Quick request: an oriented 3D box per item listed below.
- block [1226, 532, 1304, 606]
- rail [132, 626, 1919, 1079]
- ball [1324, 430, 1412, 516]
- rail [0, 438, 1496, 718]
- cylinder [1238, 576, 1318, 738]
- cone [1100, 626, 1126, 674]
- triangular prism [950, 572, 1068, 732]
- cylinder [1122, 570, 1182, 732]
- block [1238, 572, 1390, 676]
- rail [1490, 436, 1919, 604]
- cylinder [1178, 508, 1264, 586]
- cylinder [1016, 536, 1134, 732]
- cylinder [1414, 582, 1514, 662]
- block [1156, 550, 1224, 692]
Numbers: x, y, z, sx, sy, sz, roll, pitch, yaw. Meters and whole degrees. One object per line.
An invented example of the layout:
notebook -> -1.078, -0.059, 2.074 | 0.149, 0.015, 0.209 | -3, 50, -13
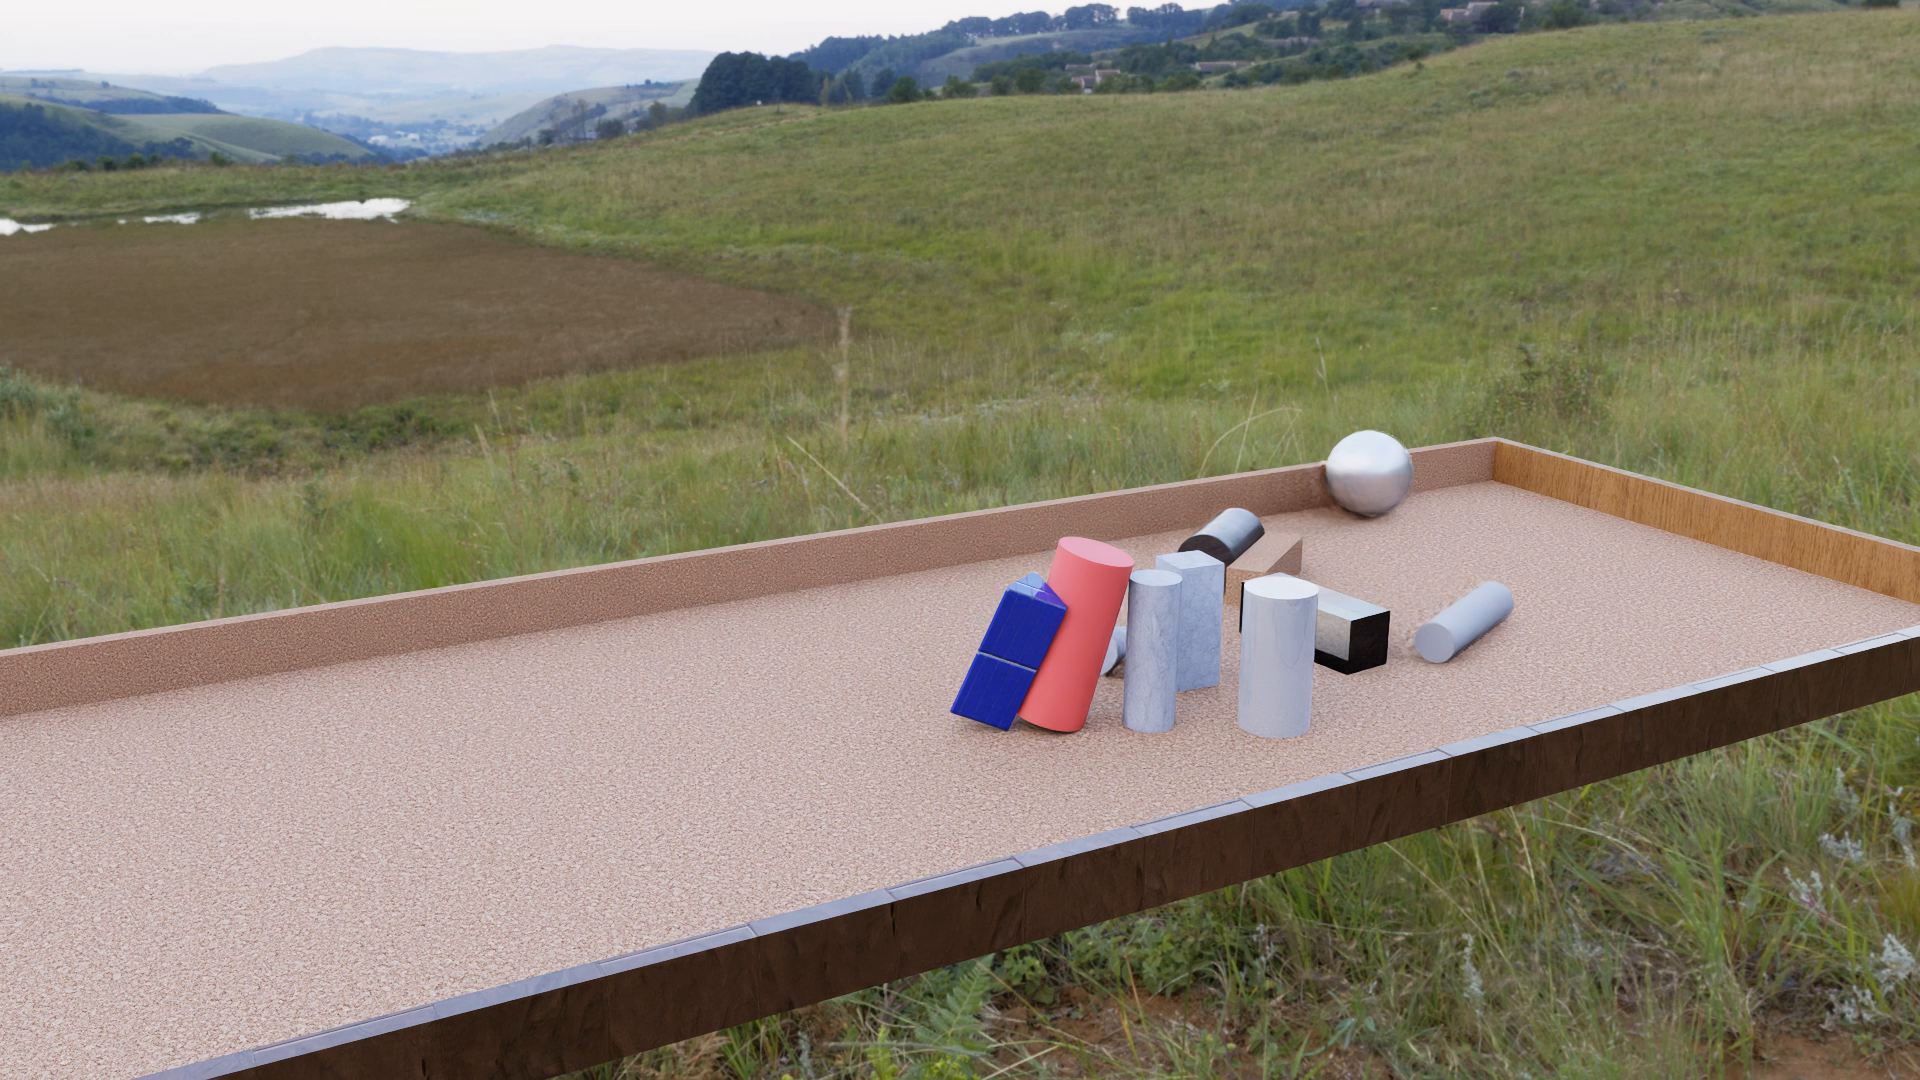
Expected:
block -> 0.900, 0.087, 4.864 | 0.110, 0.110, 0.412 | 8, 18, 25
rail -> -2.336, 1.006, 1.665 | 12.000, 0.150, 0.050 | -9, 18, -27
ball -> 1.389, -0.226, 5.607 | 0.290, 0.290, 0.290 | 0, 16, 0
rail -> -3.305, 0.497, 3.399 | 12.000, 0.150, 0.050 | -9, 18, -27
cylinder -> 0.738, 0.271, 3.834 | 0.169, 0.337, 0.169 | 0, 16, 0
cone -> 0.443, 0.261, 4.354 | 0.129, 0.129, 0.410 | 10, 10, 29
triangular prism -> 0.109, 0.248, 3.811 | 0.144, 0.351, 0.125 | 19, 25, -10
cylinder -> 0.447, 0.258, 3.836 | 0.122, 0.359, 0.122 | 1, 17, 0
block -> 0.932, 0.216, 4.361 | 0.146, 0.146, 0.392 | -11, 20, -33
rail -> 2.466, -0.048, 5.253 | 0.050, 0.150, 2.100 | -9, 18, -27
cylinder -> 0.783, 0.029, 4.943 | 0.178, 0.178, 0.328 | 8, 18, 25
cylinder -> 0.260, 0.218, 3.824 | 0.179, 0.414, 0.179 | 14, 17, -4
cylinder -> 1.357, 0.216, 4.428 | 0.107, 0.107, 0.439 | 12, 20, 35
block -> 0.566, 0.201, 4.107 | 0.123, 0.319, 0.123 | -7, 18, -22
